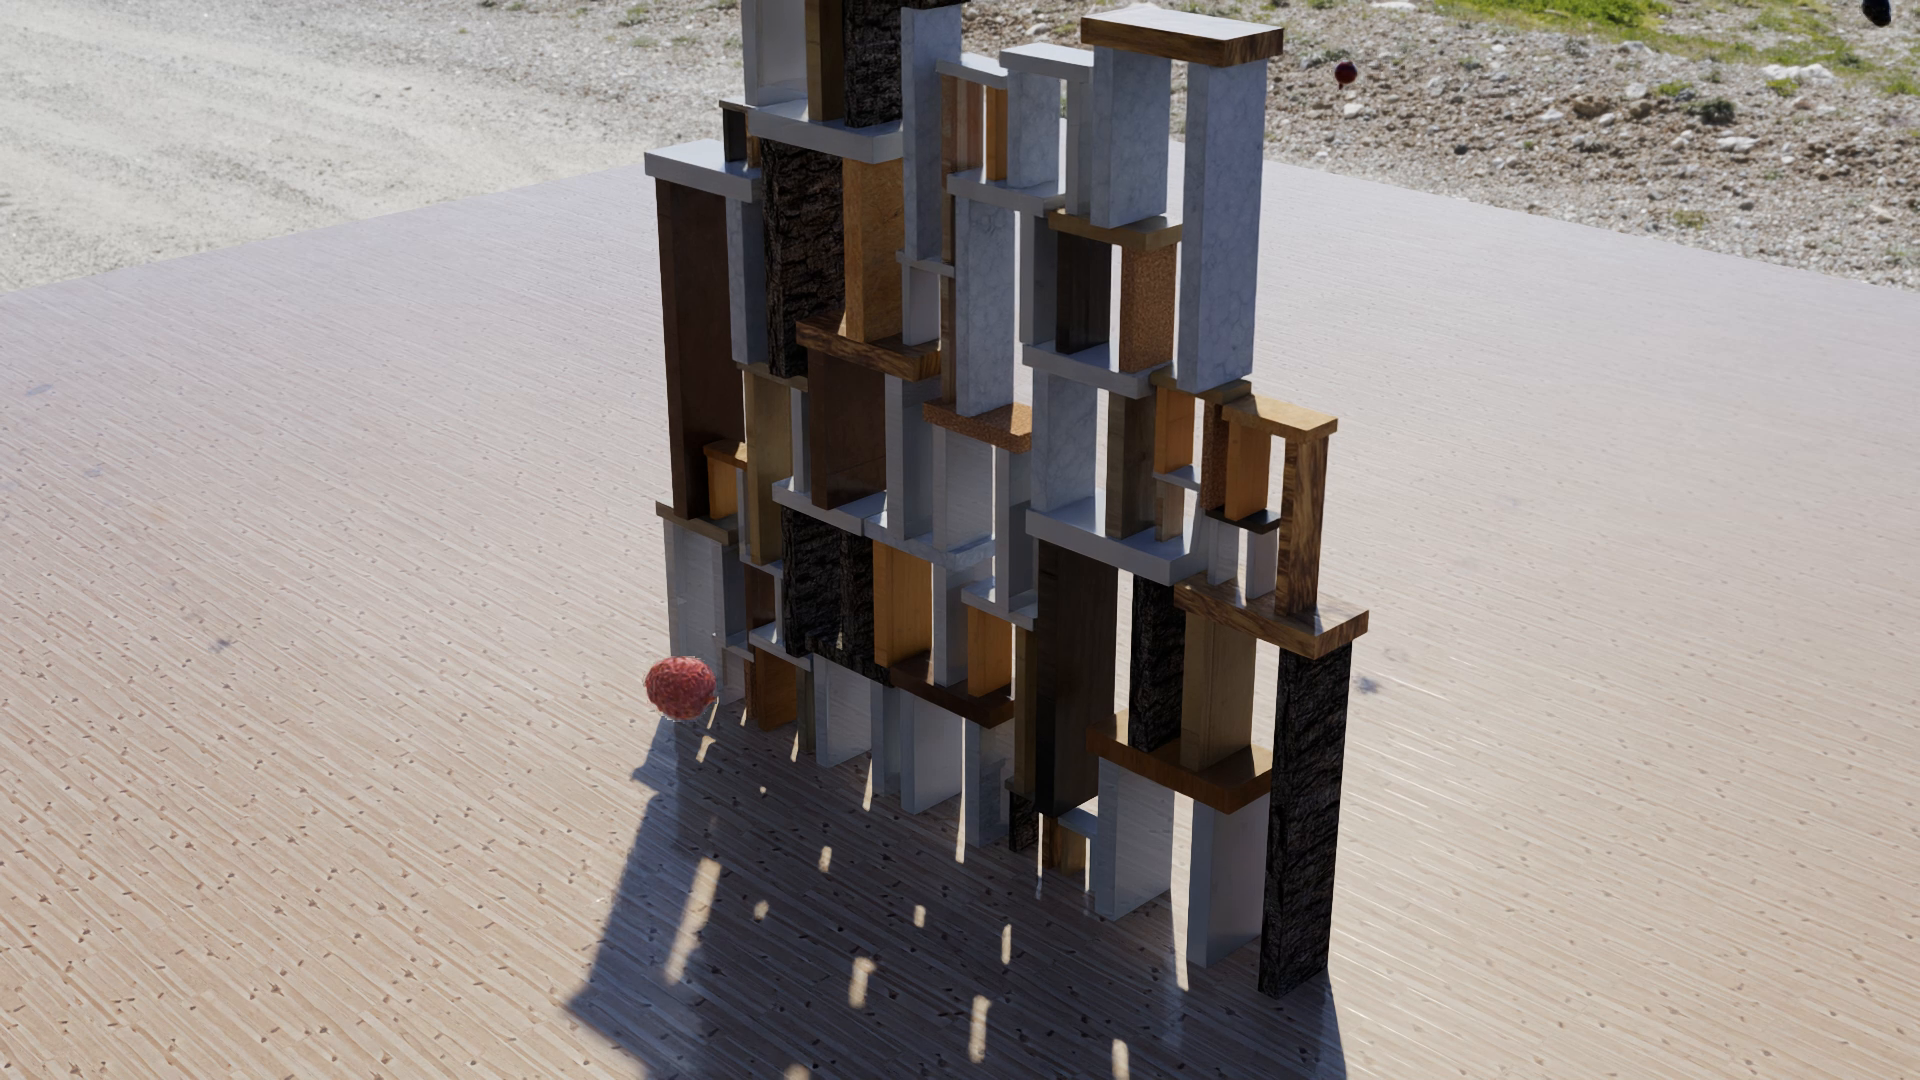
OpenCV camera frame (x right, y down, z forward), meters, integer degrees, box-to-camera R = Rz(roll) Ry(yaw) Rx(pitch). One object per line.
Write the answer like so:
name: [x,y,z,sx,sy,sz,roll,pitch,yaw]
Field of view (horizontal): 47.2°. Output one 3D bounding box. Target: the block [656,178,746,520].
block: [-0.541,-0.411,4.636,0.048,0.740,0.168,21,31,40]

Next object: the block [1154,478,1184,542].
block: [0.364,-0.058,3.807,0.016,0.115,0.058,21,31,40]

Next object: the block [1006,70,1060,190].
block: [0.127,-0.714,3.783,0.101,0.203,0.029,-21,31,-40]

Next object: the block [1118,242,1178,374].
block: [0.316,-0.398,3.706,0.030,0.215,0.108,21,31,40]

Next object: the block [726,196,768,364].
block: [-0.383,-0.535,4.411,0.048,0.336,0.168,21,31,40]

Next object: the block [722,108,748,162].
block: [-0.444,-0.808,4.366,0.015,0.106,0.053,21,31,40]

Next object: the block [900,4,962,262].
block: [-0.049,-0.736,3.958,0.117,0.453,0.033,-21,31,-40]

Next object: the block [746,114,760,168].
block: [-0.394,-0.788,4.320,0.015,0.106,0.053,21,31,40]

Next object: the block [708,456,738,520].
block: [-0.505,-0.120,4.717,0.020,0.141,0.071,21,31,40]

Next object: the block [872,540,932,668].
block: [-0.114,0.110,4.398,0.036,0.270,0.126,21,31,40]

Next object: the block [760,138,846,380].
block: [-0.301,-0.565,4.306,0.049,0.473,0.174,21,31,40]

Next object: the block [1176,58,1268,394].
block: [0.421,-0.510,3.545,0.148,0.535,0.042,-22,31,-40]

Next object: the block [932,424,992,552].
block: [0.006,-0.114,4.168,0.035,0.250,0.125,21,31,41]

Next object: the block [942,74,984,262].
block: [0.005,-0.670,3.938,0.081,0.336,0.023,-20,30,-39]

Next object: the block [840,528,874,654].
block: [-0.179,0.086,4.457,0.038,0.268,0.134,21,31,41]

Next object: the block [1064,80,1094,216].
block: [0.223,-0.667,3.699,0.029,0.224,0.101,21,31,40]

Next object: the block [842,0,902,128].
block: [-0.159,-0.879,4.017,0.033,0.234,0.117,21,31,41]

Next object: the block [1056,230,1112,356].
block: [0.214,-0.437,3.798,0.030,0.215,0.108,21,31,40]

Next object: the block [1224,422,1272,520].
block: [0.479,-0.124,3.647,0.024,0.169,0.085,21,31,40]

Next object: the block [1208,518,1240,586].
block: [0.450,0.011,3.745,0.061,0.121,0.017,-21,31,-40]

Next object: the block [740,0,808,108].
block: [-0.350,-0.972,4.187,0.039,0.273,0.136,21,31,40]

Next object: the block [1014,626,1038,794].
block: [0.147,0.310,4.193,0.095,0.351,0.027,-21,31,-40]

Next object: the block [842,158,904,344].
block: [-0.137,-0.559,4.132,0.049,0.347,0.174,21,31,40]

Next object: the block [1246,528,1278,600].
block: [0.506,0.033,3.693,0.061,0.122,0.017,-21,30,-41]

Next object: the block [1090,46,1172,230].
block: [0.282,-0.674,3.626,0.042,0.295,0.148,21,31,40]

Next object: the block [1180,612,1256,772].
block: [0.453,0.243,3.842,0.042,0.297,0.148,21,31,41]

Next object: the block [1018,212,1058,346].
block: [0.156,-0.467,3.845,0.033,0.234,0.117,21,31,40]

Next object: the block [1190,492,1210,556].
block: [0.423,-0.034,3.754,0.058,0.115,0.016,-21,37,-40]

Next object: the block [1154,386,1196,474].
block: [0.366,-0.196,3.743,0.022,0.155,0.077,21,31,41]

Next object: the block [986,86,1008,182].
block: [0.082,-0.714,3.835,0.081,0.162,0.023,-21,31,-40]

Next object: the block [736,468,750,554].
block: [-0.438,-0.070,4.667,0.020,0.195,0.071,21,31,40]

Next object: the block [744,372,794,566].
block: [-0.391,-0.159,4.581,0.031,0.426,0.109,21,31,40]

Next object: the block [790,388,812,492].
block: [-0.287,-0.215,4.446,0.109,0.219,0.031,-21,31,-41]

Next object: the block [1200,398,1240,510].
block: [0.438,-0.151,3.683,0.077,0.191,0.022,-21,31,-40]

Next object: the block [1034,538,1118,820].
block: [0.217,0.238,4.096,0.047,0.561,0.167,21,31,40]

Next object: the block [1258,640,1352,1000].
block: [0.594,0.471,3.787,0.042,0.674,0.149,21,31,41]

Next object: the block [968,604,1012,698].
block: [0.058,0.201,4.243,0.095,0.189,0.027,-21,31,-41]

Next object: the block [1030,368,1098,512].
block: [0.187,-0.193,3.933,0.037,0.265,0.132,21,31,40]

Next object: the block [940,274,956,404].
block: [0.000,-0.378,4.063,0.078,0.245,0.022,-21,31,-40]

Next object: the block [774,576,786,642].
block: [-0.358,0.136,4.674,0.074,0.148,0.021,-21,31,-41]

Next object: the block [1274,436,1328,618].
block: [0.559,-0.029,3.601,0.024,0.308,0.085,22,31,40]

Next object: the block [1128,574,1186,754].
block: [0.375,0.195,3.907,0.047,0.335,0.167,21,31,41]

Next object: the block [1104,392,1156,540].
block: [0.312,-0.145,3.819,0.037,0.265,0.132,21,31,40]

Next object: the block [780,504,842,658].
block: [-0.306,0.069,4.588,0.038,0.338,0.134,21,31,41]

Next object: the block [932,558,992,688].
block: [0.006,0.149,4.285,0.036,0.253,0.126,21,31,41]

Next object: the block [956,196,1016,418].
block: [0.046,-0.431,3.982,0.117,0.408,0.033,-21,31,-40]

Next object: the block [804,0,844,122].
block: [-0.221,-0.922,4.069,0.039,0.273,0.136,21,31,40]

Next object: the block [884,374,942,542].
block: [-0.066,-0.178,4.217,0.047,0.329,0.164,21,31,40]

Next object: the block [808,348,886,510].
block: [-0.221,-0.238,4.360,0.047,0.329,0.164,21,31,41]

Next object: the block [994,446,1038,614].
block: [0.121,-0.034,4.072,0.125,0.323,0.035,-21,31,-40]

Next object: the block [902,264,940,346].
block: [-0.072,-0.447,4.113,0.022,0.156,0.078,21,31,41]
